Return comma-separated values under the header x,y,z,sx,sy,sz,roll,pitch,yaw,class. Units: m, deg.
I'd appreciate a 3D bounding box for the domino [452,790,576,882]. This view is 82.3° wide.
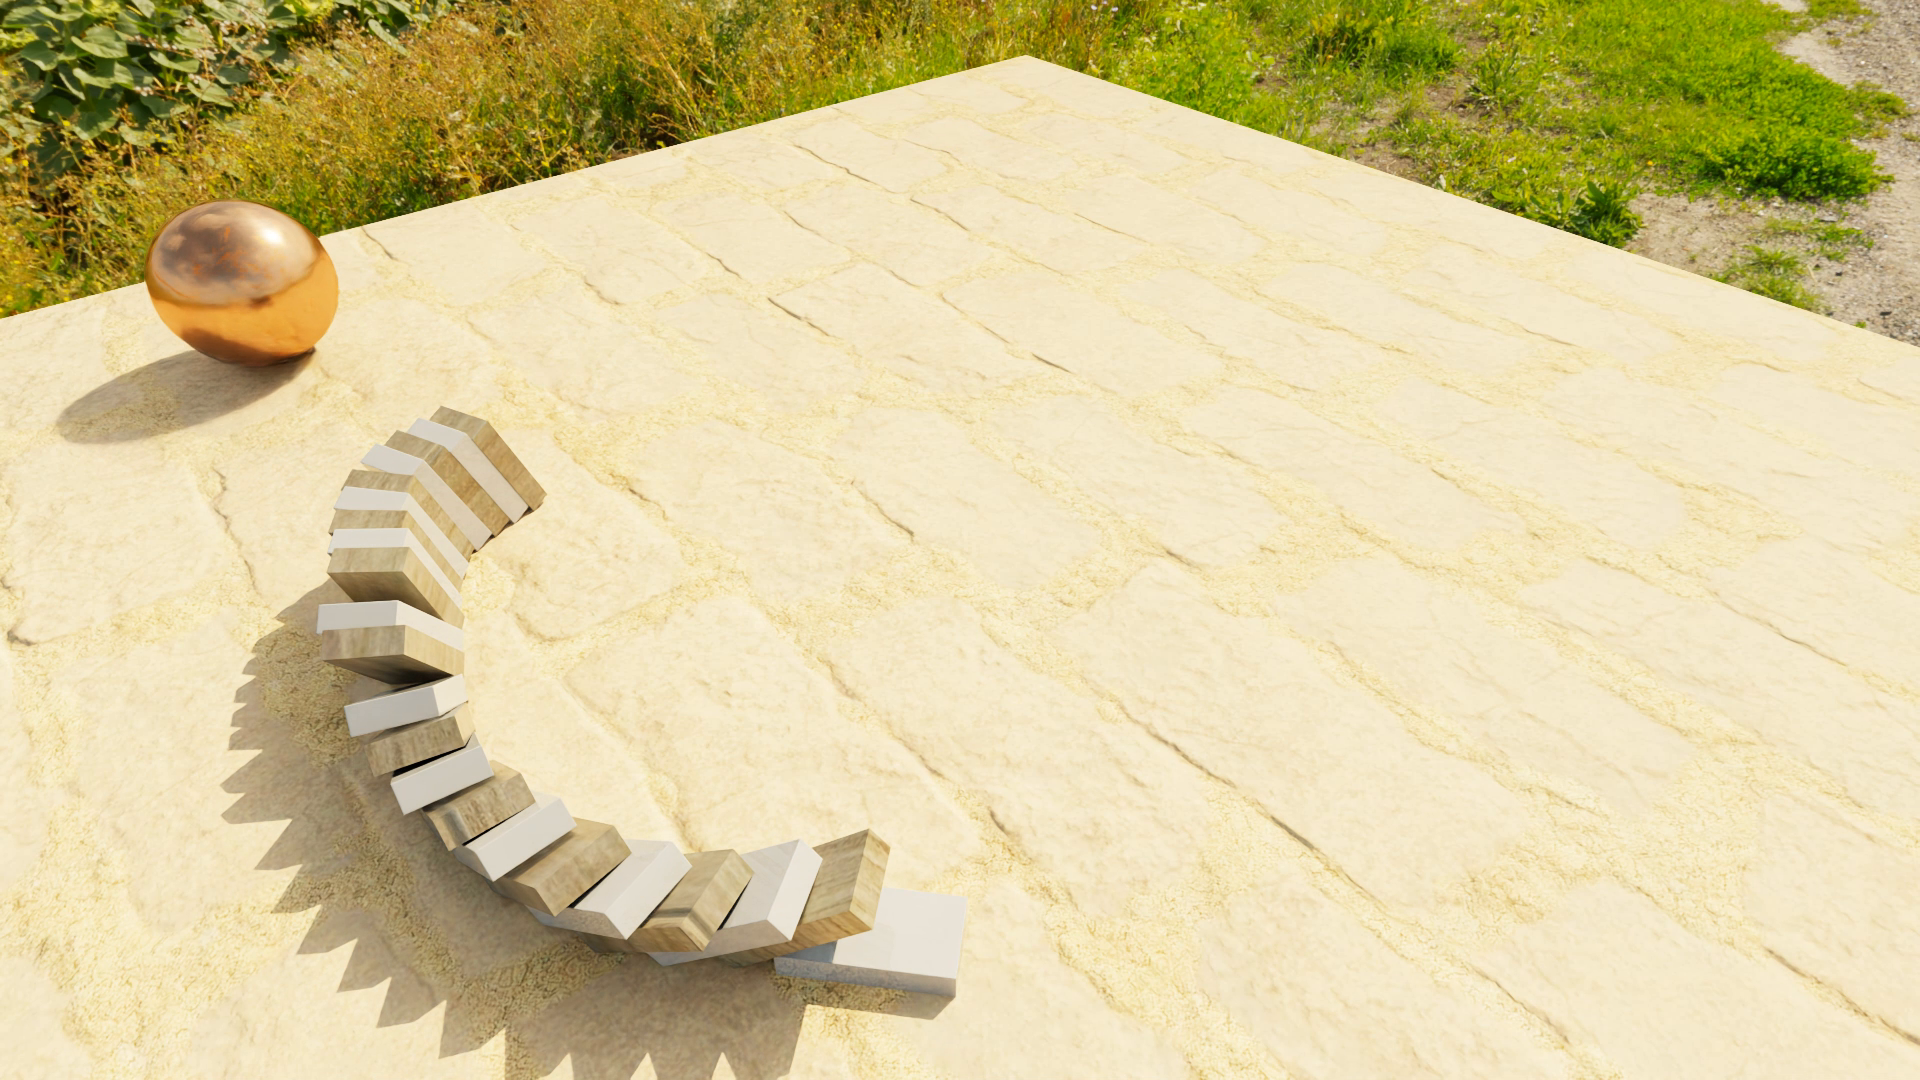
x,y,z,sx,sy,sz,roll,pitch,yaw,class
-0.131,0.084,0.318,0.025,0.009,0.050,-33,12,-33,domino

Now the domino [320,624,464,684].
x,y,z,sx,sy,sz,roll,pitch,yaw,class
-0.188,0.039,0.367,0.025,0.050,0.009,-4,74,-5,domino

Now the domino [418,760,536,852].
x,y,z,sx,sy,sz,roll,pitch,yaw,class
-0.145,0.078,0.326,0.025,0.009,0.050,-29,10,-31,domino

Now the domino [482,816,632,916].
x,y,z,sx,sy,sz,roll,pitch,yaw,class
-0.116,0.091,0.312,0.050,0.009,0.025,-10,22,49,domino

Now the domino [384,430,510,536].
x,y,z,sx,sy,sz,roll,pitch,yaw,class
-0.204,-0.022,0.438,0.025,0.050,0.009,18,62,20,domino

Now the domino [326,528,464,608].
x,y,z,sx,sy,sz,roll,pitch,yaw,class
-0.201,0.013,0.395,0.025,0.050,0.009,-1,58,-1,domino

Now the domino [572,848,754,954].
x,y,z,sx,sy,sz,roll,pitch,yaw,class
-0.081,0.099,0.301,0.050,0.009,0.025,-18,26,38,domino

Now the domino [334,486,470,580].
x,y,z,sx,sy,sz,roll,pitch,yaw,class
-0.208,-0.001,0.412,0.025,0.050,0.009,6,59,7,domino

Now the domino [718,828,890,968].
x,y,z,sx,sy,sz,roll,pitch,yaw,class
-0.043,0.098,0.300,0.050,0.009,0.025,-25,31,27,domino

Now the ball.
x,y,z,sx,sy,sz,roll,pitch,yaw,class
-0.351,-0.126,0.542,0.080,0.080,0.080,0,39,0,ball

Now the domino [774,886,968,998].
x,y,z,sx,sy,sz,roll,pitch,yaw,class
-0.024,0.111,0.308,0.050,0.010,0.025,5,40,6,domino

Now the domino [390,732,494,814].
x,y,z,sx,sy,sz,roll,pitch,yaw,class
-0.158,0.070,0.335,0.025,0.009,0.050,-23,6,-26,domino

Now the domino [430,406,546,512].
x,y,z,sx,sy,sz,roll,pitch,yaw,class
-0.193,-0.033,0.451,0.025,0.050,0.009,18,62,20,domino

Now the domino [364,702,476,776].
x,y,z,sx,sy,sz,roll,pitch,yaw,class
-0.168,0.062,0.345,0.025,0.010,0.050,-18,3,-21,domino

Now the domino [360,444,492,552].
x,y,z,sx,sy,sz,roll,pitch,yaw,class
-0.208,-0.016,0.431,0.025,0.050,0.009,18,62,20,domino

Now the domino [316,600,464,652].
x,y,z,sx,sy,sz,roll,pitch,yaw,class
-0.193,0.031,0.375,0.025,0.050,0.009,-3,74,-2,domino

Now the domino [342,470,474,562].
x,y,z,sx,sy,sz,roll,pitch,yaw,class
-0.210,-0.008,0.420,0.025,0.050,0.009,6,59,8,domino

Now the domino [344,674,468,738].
x,y,z,sx,sy,sz,roll,pitch,yaw,class
-0.178,0.053,0.355,0.025,0.009,0.050,-13,1,-15,domino

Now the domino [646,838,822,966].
x,y,z,sx,sy,sz,roll,pitch,yaw,class
-0.063,0.099,0.301,0.050,0.009,0.025,-23,29,31,domino

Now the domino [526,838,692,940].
x,y,z,sx,sy,sz,roll,pitch,yaw,class
-0.099,0.096,0.305,0.050,0.010,0.025,-13,25,44,domino

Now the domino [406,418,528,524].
x,y,z,sx,sy,sz,roll,pitch,yaw,class
-0.199,-0.027,0.445,0.025,0.050,0.009,18,62,20,domino

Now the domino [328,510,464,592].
x,y,z,sx,sy,sz,roll,pitch,yaw,class
-0.205,0.007,0.403,0.025,0.050,0.009,1,58,1,domino

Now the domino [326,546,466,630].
x,y,z,sx,sy,sz,roll,pitch,yaw,class
-0.197,0.020,0.387,0.025,0.050,0.009,-1,58,-1,domino
